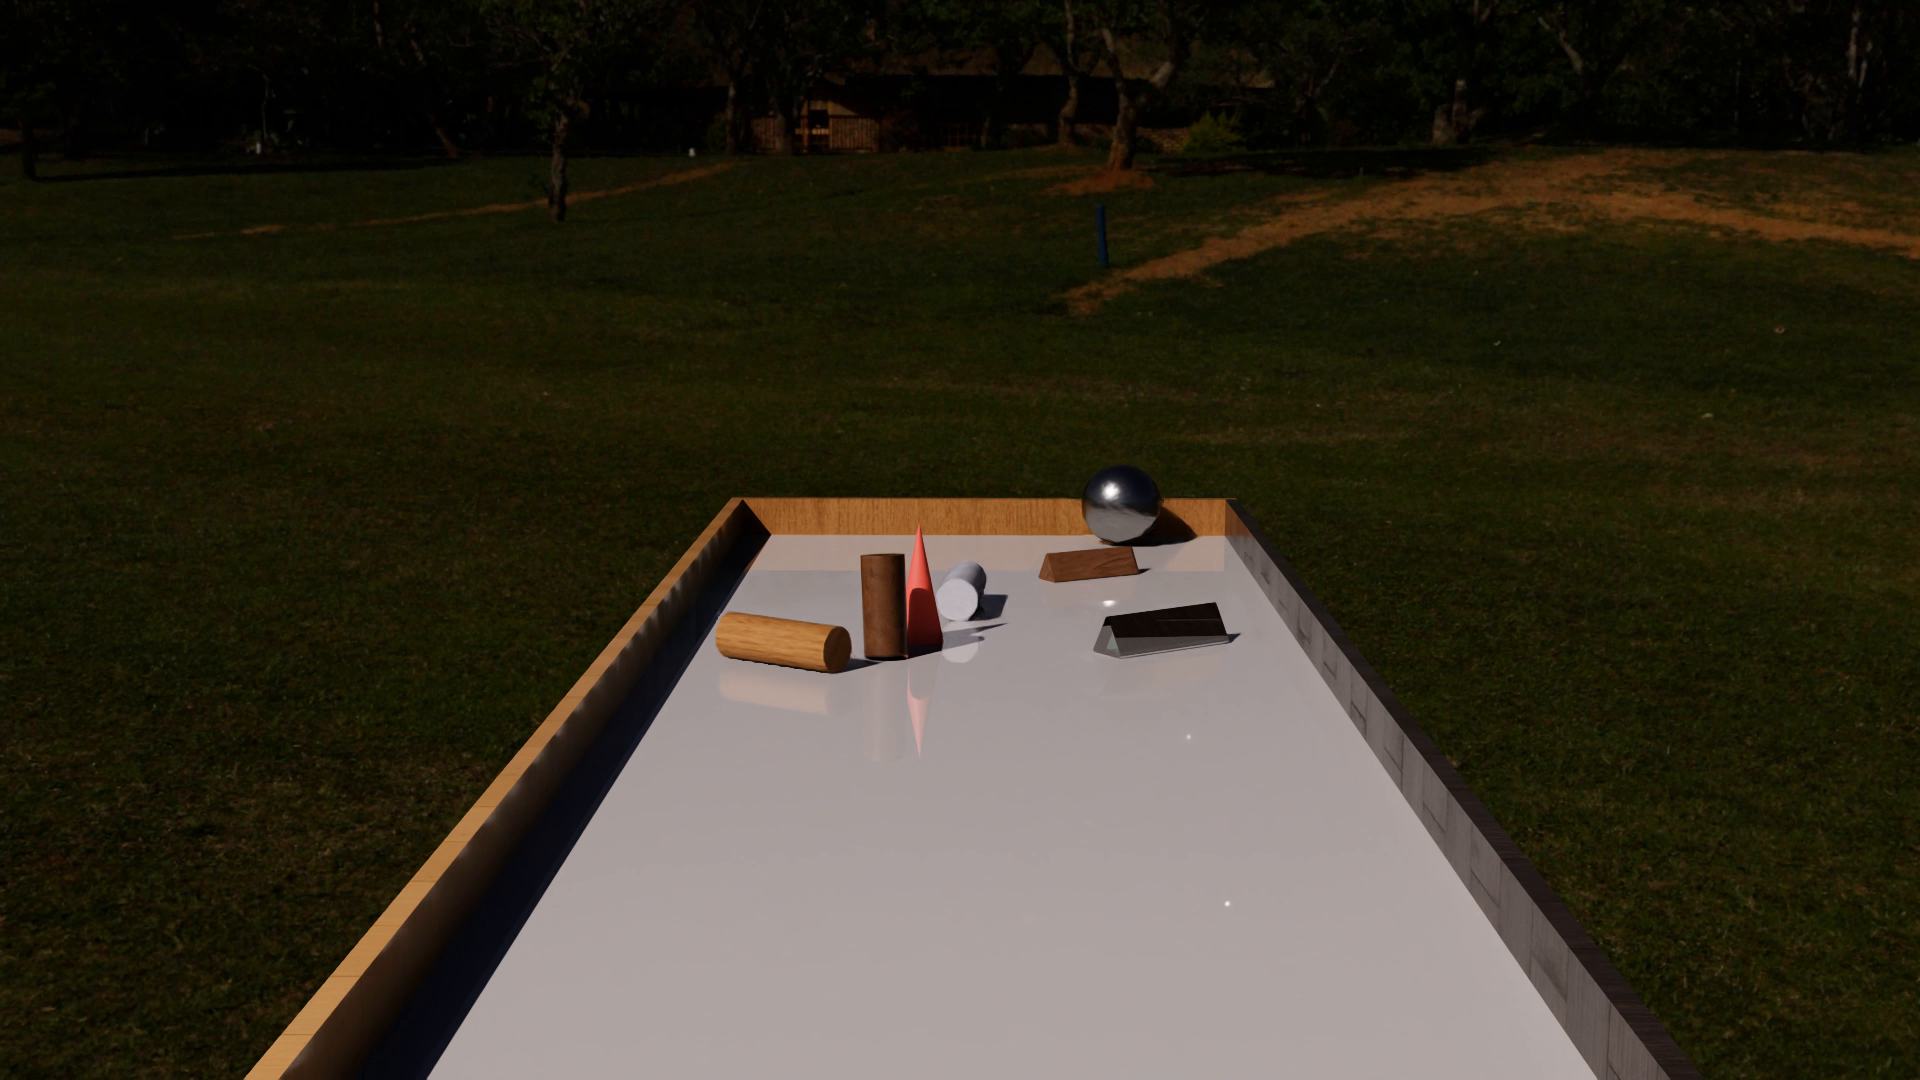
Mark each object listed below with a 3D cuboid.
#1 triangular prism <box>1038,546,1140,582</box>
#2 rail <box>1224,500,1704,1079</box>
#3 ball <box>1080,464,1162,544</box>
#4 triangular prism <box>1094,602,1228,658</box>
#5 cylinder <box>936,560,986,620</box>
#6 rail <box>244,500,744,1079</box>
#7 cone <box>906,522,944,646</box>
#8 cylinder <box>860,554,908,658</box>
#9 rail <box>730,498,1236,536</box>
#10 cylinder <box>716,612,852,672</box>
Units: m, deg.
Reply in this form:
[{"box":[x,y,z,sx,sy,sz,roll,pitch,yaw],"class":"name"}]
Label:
[{"box":[0.480,0.084,8.150,0.370,0.098,0.114,-5,10,-29],"class":"triangular prism"},{"box":[1.046,0.843,3.208,0.050,0.150,12.000,0,9,1],"class":"rail"},{"box":[0.651,-0.144,8.885,0.323,0.323,0.323,0,9,0],"class":"ball"},{"box":[0.632,0.274,6.878,0.434,0.118,0.137,-6,10,-33],"class":"triangular prism"},{"box":[0.007,0.170,7.482,0.141,0.141,0.379,1,9,5],"class":"cylinder"},{"box":[-1.004,0.839,3.234,0.050,0.150,12.000,0,9,1],"class":"rail"},{"box":[-0.128,0.132,6.951,0.154,0.383,0.154,0,9,0],"class":"cone"},{"box":[-0.231,0.199,6.730,0.137,0.307,0.137,-2,3,0],"class":"cylinder"},{"box":[0.099,-0.098,9.147,2.100,0.150,0.050,0,9,1],"class":"rail"},{"box":[-0.534,0.307,6.632,0.414,0.139,0.139,6,11,34],"class":"cylinder"}]
